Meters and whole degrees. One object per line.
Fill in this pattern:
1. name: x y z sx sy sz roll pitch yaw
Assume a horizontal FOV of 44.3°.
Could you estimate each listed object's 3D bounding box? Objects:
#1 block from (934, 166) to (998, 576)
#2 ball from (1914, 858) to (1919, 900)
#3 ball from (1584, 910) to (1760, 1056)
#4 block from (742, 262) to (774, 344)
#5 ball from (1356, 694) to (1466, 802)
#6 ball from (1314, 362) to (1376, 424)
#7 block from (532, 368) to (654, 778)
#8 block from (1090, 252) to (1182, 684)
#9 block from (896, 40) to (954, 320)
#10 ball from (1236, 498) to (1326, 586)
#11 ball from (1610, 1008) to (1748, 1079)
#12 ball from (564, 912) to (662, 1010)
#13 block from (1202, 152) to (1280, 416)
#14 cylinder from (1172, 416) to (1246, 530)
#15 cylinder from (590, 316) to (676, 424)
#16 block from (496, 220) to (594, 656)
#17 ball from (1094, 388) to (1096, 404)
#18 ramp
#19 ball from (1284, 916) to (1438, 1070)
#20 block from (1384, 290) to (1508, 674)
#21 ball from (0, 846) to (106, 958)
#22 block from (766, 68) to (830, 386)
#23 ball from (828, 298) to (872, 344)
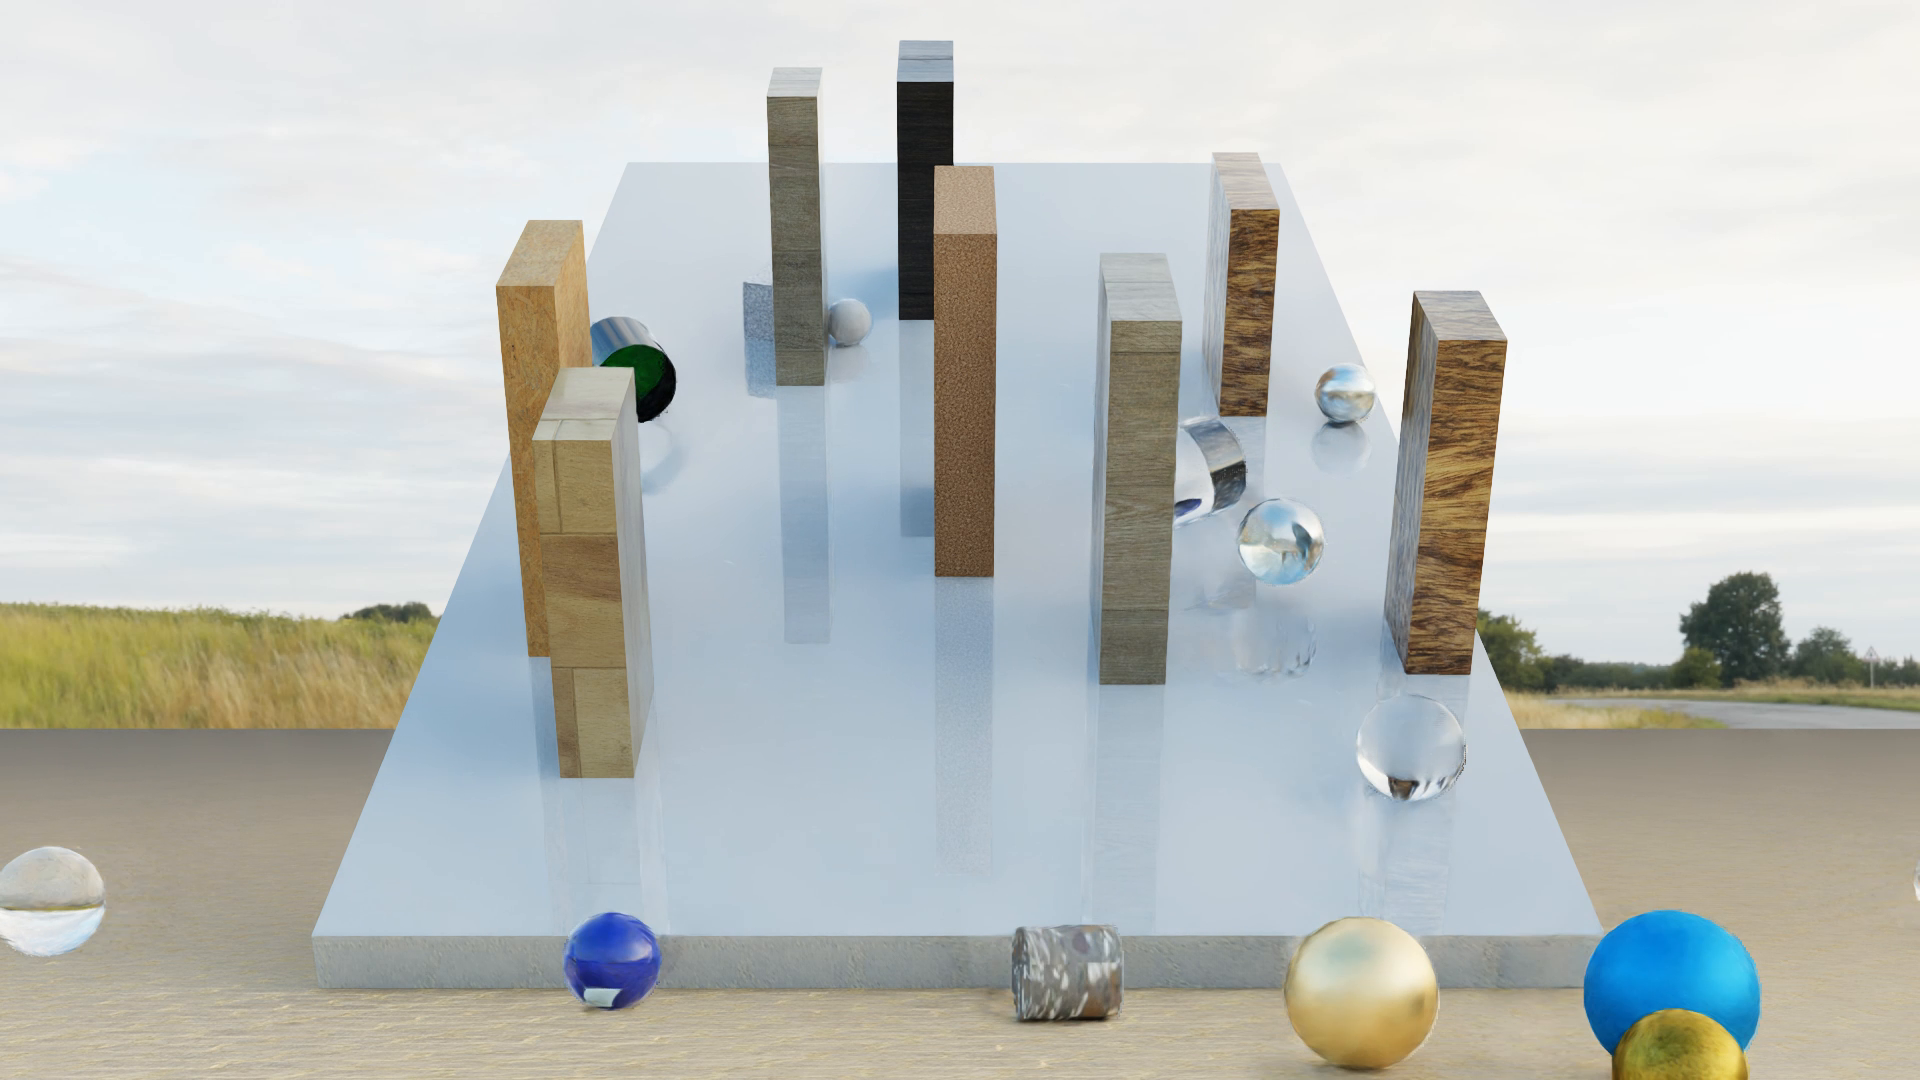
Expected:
1. block: 0.009 -0.344 4.770 0.119 0.721 0.427 0 26 0
2. ball: 2.011 0.683 4.717 0.193 0.193 0.193 0 -4 0
3. ball: 0.824 0.528 2.733 0.197 0.197 0.197 0 -4 0
4. block: -0.442 -0.590 5.910 0.152 0.152 0.152 9 28 17
5. ball: 0.759 0.350 3.978 0.181 0.181 0.181 0 -4 0
6. ball: 0.885 -0.338 5.419 0.140 0.140 0.140 0 -4 0
7. block: -0.623 0.056 4.052 0.126 0.634 0.309 0 26 0
8. block: 0.318 -0.131 4.346 0.122 0.715 0.349 0 26 0
9. block: -0.087 -0.928 6.070 0.140 0.619 0.399 0 26 0
10. ball: 0.629 0.003 4.630 0.172 0.172 0.172 0 -4 0
11. ball: 0.713 0.531 2.338 0.131 0.131 0.131 0 -4 0
12. ball: -0.504 0.610 3.421 0.140 0.140 0.140 0 -4 0
13. block: 0.656 -0.606 5.553 0.110 0.502 0.430 0 26 0
14. cylinder: 0.450 -0.133 4.926 0.207 0.207 0.207 -20 8 -35
15. cylinder: -0.774 -0.395 5.465 0.193 0.193 0.193 2 24 -23
16. block: -0.760 -0.191 4.435 0.102 0.739 0.360 0 26 0
17. ball: 0.383 -0.326 5.373 0.157 0.157 0.157 0 -4 0
18. ramp: -0.010 -0.228 5.463 2.000 0.100 4.000 0 26 0
19. ball: 0.481 0.543 2.831 0.182 0.182 0.182 0 -4 0
20. block: 0.888 -0.103 4.348 0.120 0.666 0.248 0 26 0
21. ball: -1.621 0.643 4.196 0.194 0.194 0.194 0 -4 0
22. block: -0.381 -0.740 5.589 0.115 0.705 0.251 0 26 0
23. ball: -0.276 -0.543 5.859 0.113 0.113 0.113 0 -4 0
